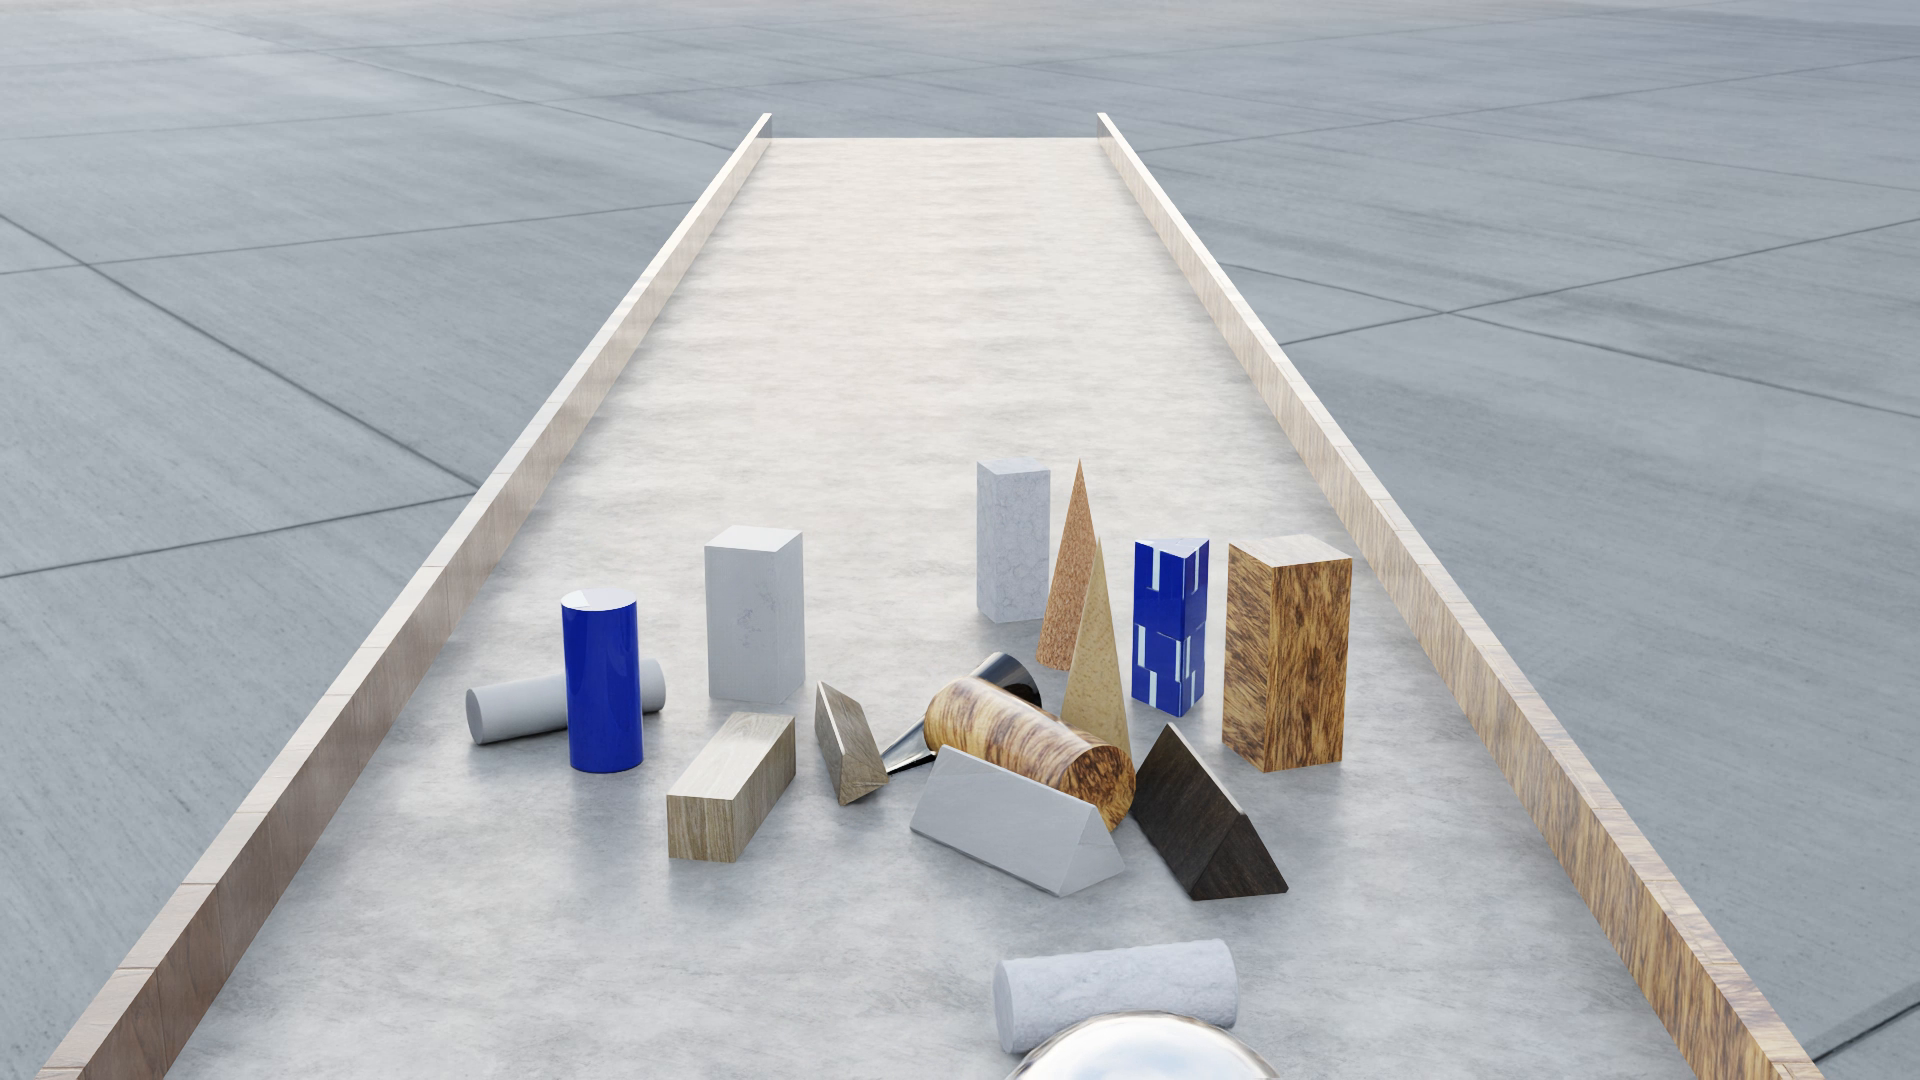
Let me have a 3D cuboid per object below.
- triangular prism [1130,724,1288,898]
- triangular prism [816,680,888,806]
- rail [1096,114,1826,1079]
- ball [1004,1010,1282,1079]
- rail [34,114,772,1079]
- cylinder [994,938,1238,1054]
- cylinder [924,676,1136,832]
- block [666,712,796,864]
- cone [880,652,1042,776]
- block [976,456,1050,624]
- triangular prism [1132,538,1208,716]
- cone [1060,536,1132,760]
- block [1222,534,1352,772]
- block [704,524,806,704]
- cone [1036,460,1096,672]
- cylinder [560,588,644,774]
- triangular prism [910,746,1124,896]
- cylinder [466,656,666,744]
[{"bbox_3d":[0.392,0.426,3.544,0.156,0.135,0.391,-3,17,-11],"label":"triangular prism"},{"bbox_3d":[-0.210,0.343,3.873,0.093,0.081,0.364,-27,19,-2],"label":"triangular prism"},{"bbox_3d":[0.932,-0.844,7.801,0.050,0.150,12.000,0,17,-1],"label":"rail"},{"bbox_3d":[0.193,0.679,2.297,0.369,0.369,0.369,0,17,0],"label":"ball"},{"bbox_3d":[-1.118,-0.838,7.780,0.050,0.150,12.000,0,17,-1],"label":"rail"},{"bbox_3d":[0.208,0.612,2.957,0.307,0.121,0.121,-4,17,-12],"label":"cylinder"},{"bbox_3d":[0.112,0.363,3.720,0.163,0.163,0.394,-11,20,-32],"label":"cylinder"},{"bbox_3d":[-0.376,0.407,3.668,0.109,0.109,0.373,3,17,11],"label":"block"},{"bbox_3d":[-0.058,0.355,3.898,0.423,0.156,0.156,-27,30,-36],"label":"cone"},{"bbox_3d":[0.112,-0.002,4.663,0.120,0.324,0.120,-6,17,-18],"label":"block"},{"bbox_3d":[0.419,0.156,4.155,0.121,0.312,0.139,-12,20,-34],"label":"triangular prism"},{"bbox_3d":[0.234,0.197,3.801,0.150,0.434,0.150,1,17,0],"label":"cone"},{"bbox_3d":[0.577,0.198,3.897,0.157,0.378,0.157,-6,18,-20],"label":"block"},{"bbox_3d":[-0.391,0.142,4.219,0.144,0.303,0.144,5,17,16],"label":"block"},{"bbox_3d":[0.235,0.036,4.371,0.166,0.418,0.166,0,17,0],"label":"cone"},{"bbox_3d":[-0.628,0.247,3.866,0.131,0.302,0.131,0,17,0],"label":"cylinder"},{"bbox_3d":[0.089,0.435,3.525,0.148,0.128,0.345,-14,22,-41],"label":"triangular prism"},{"bbox_3d":[-0.726,0.294,4.058,0.351,0.102,0.102,-9,19,-28],"label":"cylinder"}]
